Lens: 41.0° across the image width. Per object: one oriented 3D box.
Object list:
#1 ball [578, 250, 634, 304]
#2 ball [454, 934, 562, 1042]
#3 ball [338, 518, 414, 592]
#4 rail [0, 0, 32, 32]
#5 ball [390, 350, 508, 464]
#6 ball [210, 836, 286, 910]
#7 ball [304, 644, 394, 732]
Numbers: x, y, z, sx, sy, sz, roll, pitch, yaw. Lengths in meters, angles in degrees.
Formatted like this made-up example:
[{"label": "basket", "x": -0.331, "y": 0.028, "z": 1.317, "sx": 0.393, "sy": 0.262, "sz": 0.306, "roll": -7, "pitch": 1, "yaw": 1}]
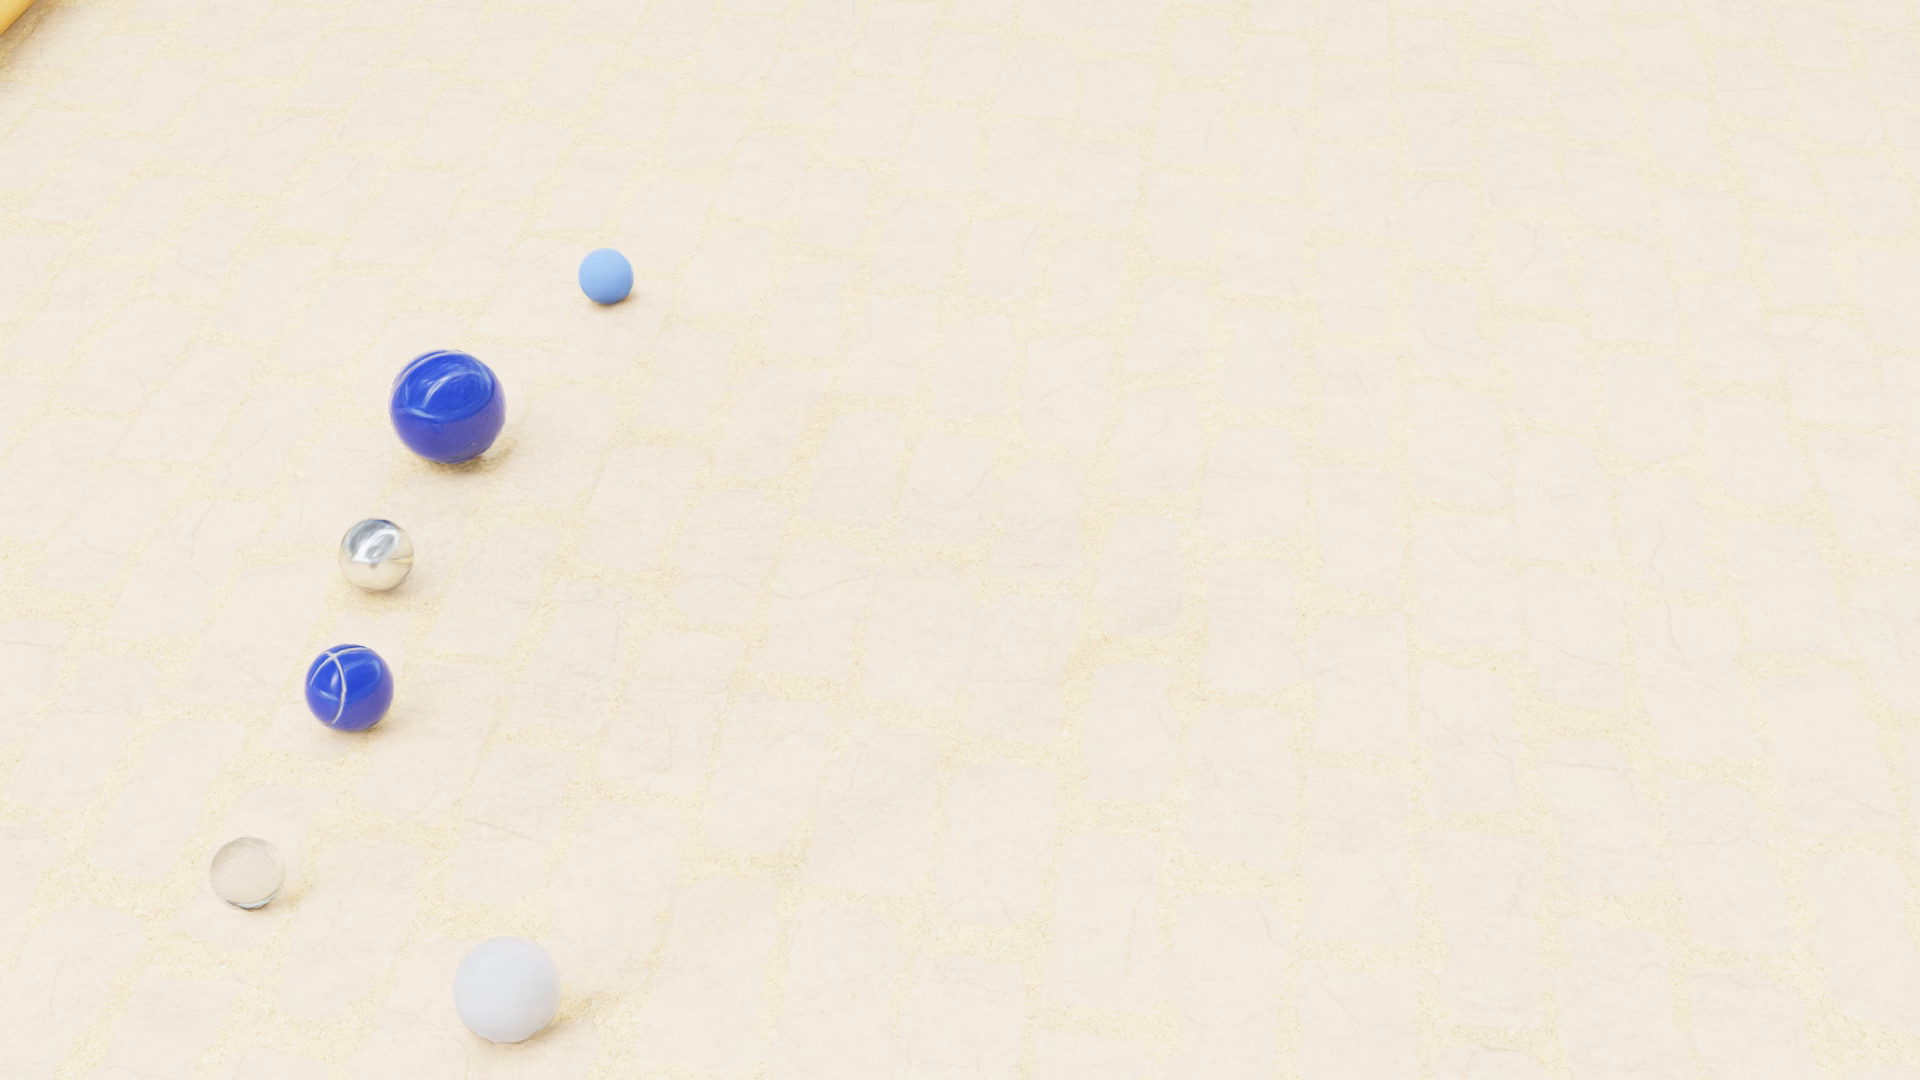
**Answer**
[{"label": "ball", "x": -0.277, "y": -0.206, "z": 2.012, "sx": 0.043, "sy": 0.043, "sz": 0.043, "roll": 0, "pitch": 36, "yaw": 0}, {"label": "ball", "x": -0.243, "y": 0.241, "z": 1.380, "sx": 0.057, "sy": 0.057, "sz": 0.057, "roll": 0, "pitch": 36, "yaw": 0}, {"label": "ball", "x": -0.388, "y": 0.010, "z": 1.707, "sx": 0.049, "sy": 0.049, "sz": 0.049, "roll": 0, "pitch": 36, "yaw": 0}, {"label": "rail", "x": -0.974, "y": -0.091, "z": 1.797, "sx": 0.045, "sy": 0.106, "sz": 2.368, "roll": 4, "pitch": 36, "yaw": 6}, {"label": "ball", "x": -0.364, "y": -0.095, "z": 1.824, "sx": 0.082, "sy": 0.082, "sz": 0.082, "roll": 0, "pitch": 36, "yaw": 0}, {"label": "ball", "x": -0.406, "y": 0.190, "z": 1.464, "sx": 0.041, "sy": 0.041, "sz": 0.041, "roll": 0, "pitch": 36, "yaw": 0}, {"label": "ball", "x": -0.378, "y": 0.092, "z": 1.589, "sx": 0.055, "sy": 0.055, "sz": 0.055, "roll": 0, "pitch": 36, "yaw": 0}]
